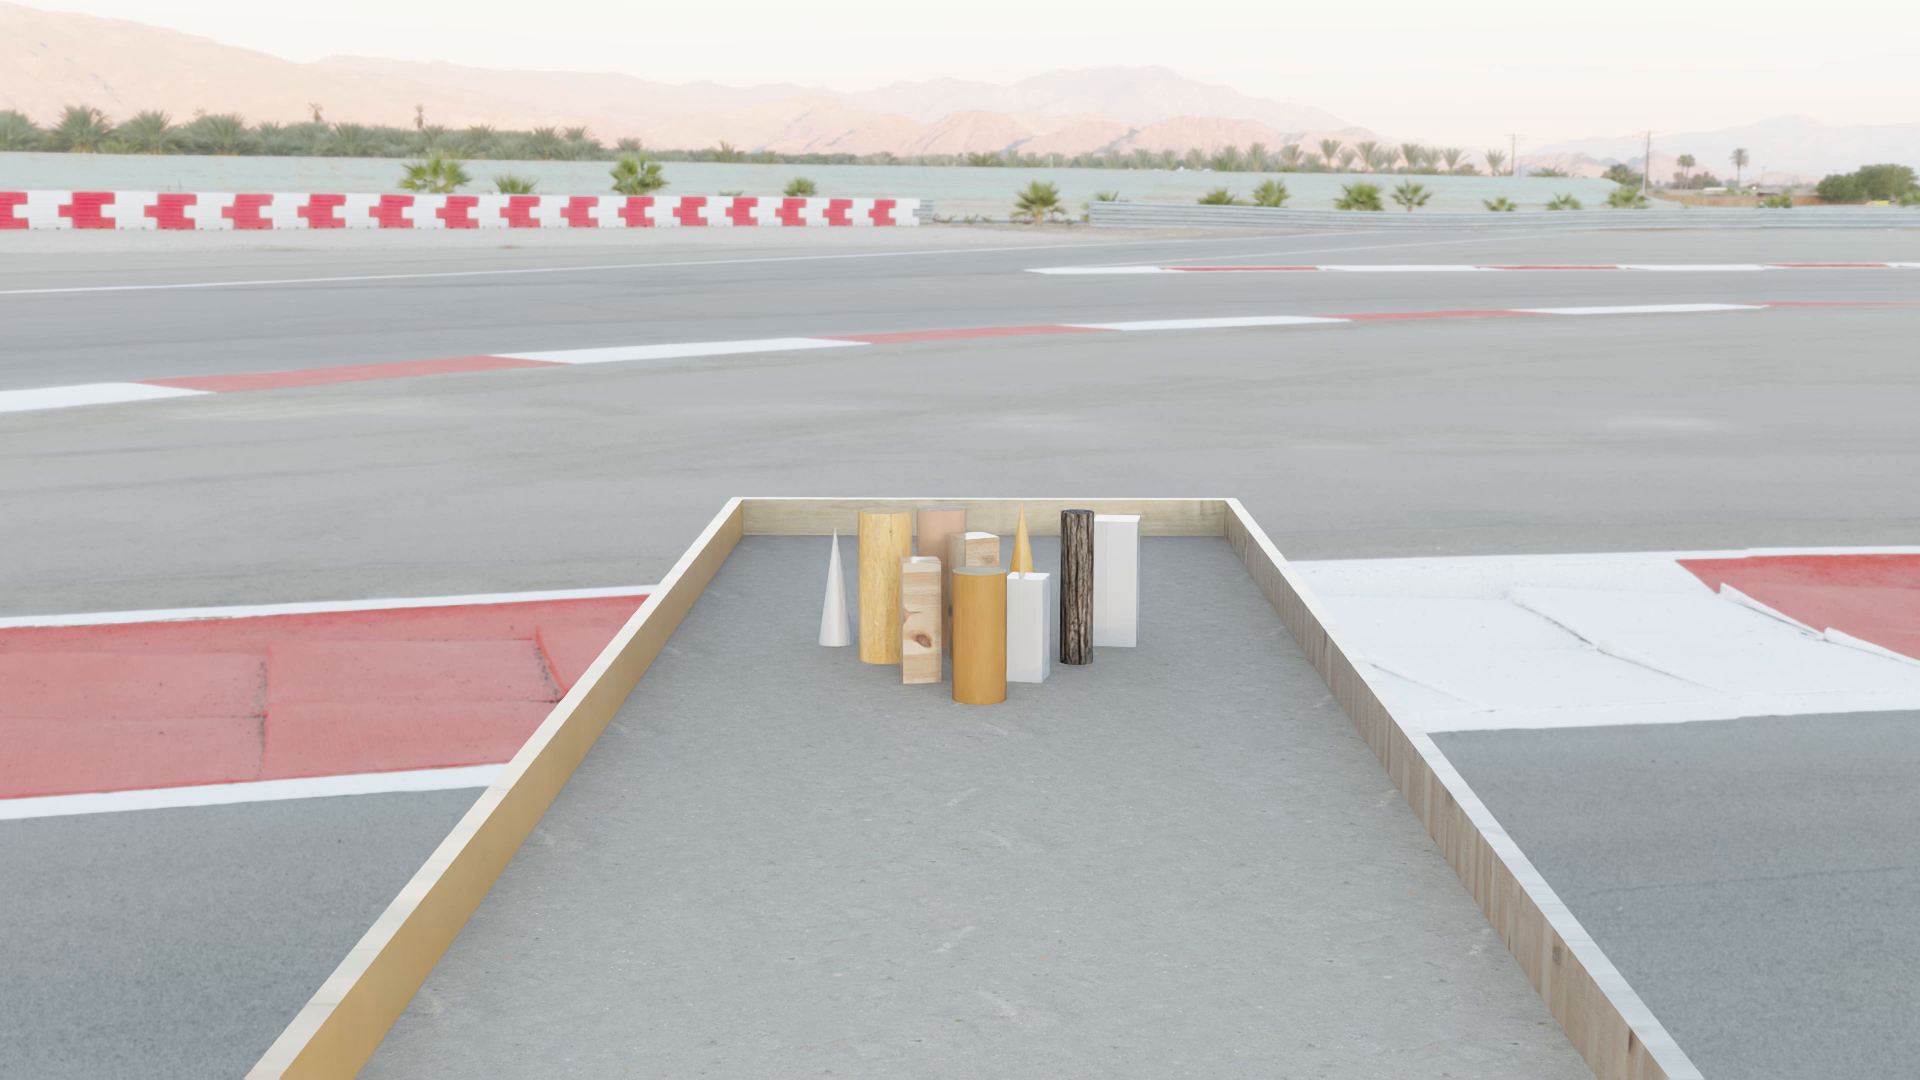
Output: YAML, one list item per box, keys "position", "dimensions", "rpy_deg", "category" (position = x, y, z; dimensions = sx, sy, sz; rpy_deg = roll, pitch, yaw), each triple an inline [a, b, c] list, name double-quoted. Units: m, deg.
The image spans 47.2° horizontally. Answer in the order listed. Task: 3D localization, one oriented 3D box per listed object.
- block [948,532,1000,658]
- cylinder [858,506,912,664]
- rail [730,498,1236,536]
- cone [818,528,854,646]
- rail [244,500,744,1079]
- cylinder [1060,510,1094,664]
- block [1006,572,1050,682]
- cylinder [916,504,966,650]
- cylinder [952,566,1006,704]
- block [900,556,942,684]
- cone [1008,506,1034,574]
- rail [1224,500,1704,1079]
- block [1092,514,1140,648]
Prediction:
- position: [0.042, 0.176, 6.679]
  dimensions: [0.114, 0.383, 0.114]
  rpy_deg: [-5, 10, -27]
  category: "block"
- position: [-0.227, 0.136, 6.689]
  dimensions: [0.163, 0.458, 0.163]
  rpy_deg: [0, 9, 0]
  category: "cylinder"
- position: [0.099, -0.098, 9.147]
  dimensions: [2.100, 0.150, 0.050]
  rpy_deg: [0, 9, 1]
  category: "rail"
- position: [-0.392, 0.141, 6.931]
  dimensions: [0.113, 0.373, 0.113]
  rpy_deg: [0, 9, 0]
  category: "cone"
- position: [-1.004, 0.839, 3.234]
  dimensions: [0.050, 0.150, 12.000]
  rpy_deg: [0, 9, 1]
  category: "rail"
- position: [0.353, 0.142, 6.645]
  dimensions: [0.100, 0.460, 0.100]
  rpy_deg: [0, 9, 0]
  category: "cylinder"
- position: [0.197, 0.255, 6.433]
  dimensions: [0.112, 0.303, 0.112]
  rpy_deg: [2, 9, 13]
  category: "block"
- position: [-0.059, 0.114, 6.904]
  dimensions: [0.156, 0.434, 0.156]
  rpy_deg: [0, 9, 0]
  category: "cylinder"
- position: [0.055, 0.266, 6.164]
  dimensions: [0.153, 0.366, 0.153]
  rpy_deg: [0, 9, 0]
  category: "cylinder"
- position: [-0.116, 0.232, 6.415]
  dimensions: [0.111, 0.354, 0.111]
  rpy_deg: [-1, 9, -7]
  category: "block"
- position: [0.195, 0.098, 6.938]
  dimensions: [0.157, 0.455, 0.157]
  rpy_deg: [0, 9, 0]
  category: "cone"
- position: [1.046, 0.843, 3.208]
  dimensions: [0.050, 0.150, 12.000]
  rpy_deg: [0, 9, 1]
  category: "rail"
- position: [0.493, 0.127, 6.938]
  dimensions: [0.138, 0.397, 0.138]
  rpy_deg: [1, 9, 9]
  category: "block"
